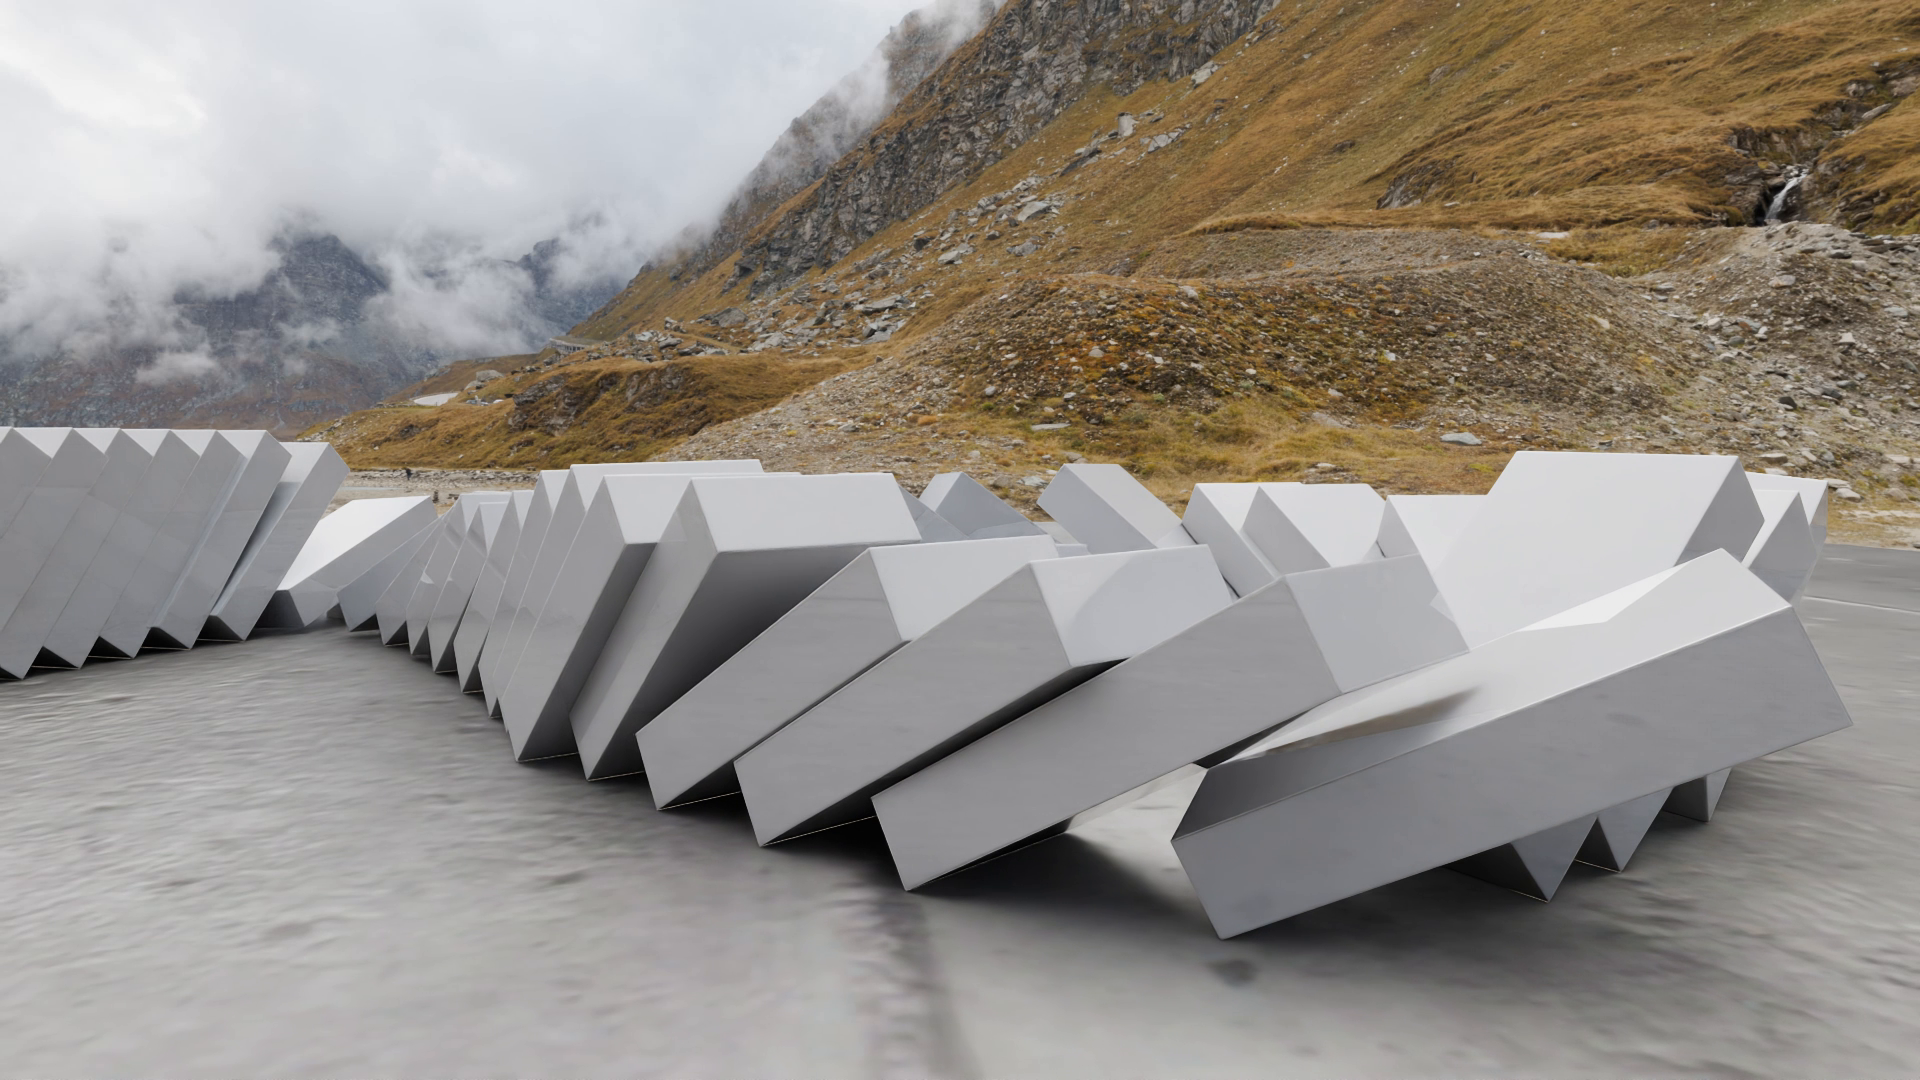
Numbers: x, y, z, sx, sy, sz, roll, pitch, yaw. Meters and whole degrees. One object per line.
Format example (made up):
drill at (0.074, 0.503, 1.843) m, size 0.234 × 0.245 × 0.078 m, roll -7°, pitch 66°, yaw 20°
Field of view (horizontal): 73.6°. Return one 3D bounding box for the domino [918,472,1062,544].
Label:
domino at (0.015, 0.006, 0.233) m, size 0.050 × 0.009 × 0.025 m, roll 35°, pitch -5°, yaw -10°

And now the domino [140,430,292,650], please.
domino at (-0.169, -0.001, 0.278) m, size 0.025 × 0.050 × 0.010 m, roll 1°, pitch -33°, yaw 14°

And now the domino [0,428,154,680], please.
domino at (-0.178, 0.002, 0.243) m, size 0.025 × 0.050 × 0.010 m, roll 1°, pitch -33°, yaw 14°

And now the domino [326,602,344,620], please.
domino at (-0.132, 0.013, 0.330) m, size 0.025 × 0.010 × 0.050 m, roll 3°, pitch 5°, yaw 32°

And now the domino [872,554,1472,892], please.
domino at (0.018, 0.017, 0.117) m, size 0.025 × 0.009 × 0.050 m, roll -5°, pitch -23°, yaw -48°

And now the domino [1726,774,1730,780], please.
domino at (0.098, 0.012, 0.184) m, size 0.025 × 0.010 × 0.050 m, roll 13°, pitch 36°, yaw 27°

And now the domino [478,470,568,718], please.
domino at (-0.054, 0.008, 0.191) m, size 0.025 × 0.009 × 0.050 m, roll -4°, pitch -33°, yaw -34°

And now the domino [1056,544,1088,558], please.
domino at (0.002, 0.014, 0.176) m, size 0.025 × 0.009 × 0.050 m, roll 0°, pitch -22°, yaw -4°

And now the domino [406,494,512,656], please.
domino at (-0.087, 0.007, 0.243) m, size 0.025 × 0.009 × 0.050 m, roll -2°, pitch -25°, yaw -35°

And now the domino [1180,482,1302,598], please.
domino at (0.065, 0.007, 0.239) m, size 0.025 × 0.009 × 0.050 m, roll -2°, pitch 37°, yaw -23°

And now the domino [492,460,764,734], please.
domino at (-0.046, 0.009, 0.177) m, size 0.025 × 0.010 × 0.050 m, roll -4°, pitch -33°, yaw -35°

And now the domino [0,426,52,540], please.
domino at (-0.182, 0.003, 0.220) m, size 0.025 × 0.050 × 0.010 m, roll 1°, pitch -33°, yaw 14°

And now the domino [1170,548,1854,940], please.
domino at (0.045, 0.018, 0.112) m, size 0.050 × 0.009 × 0.025 m, roll -27°, pitch -1°, yaw 23°

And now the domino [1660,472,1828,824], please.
domino at (0.088, 0.010, 0.162) m, size 0.025 × 0.009 × 0.050 m, roll 13°, pitch 49°, yaw 42°

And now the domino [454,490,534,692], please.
domino at (-0.065, 0.009, 0.210) m, size 0.025 × 0.010 × 0.050 m, roll -3°, pitch -29°, yaw -34°

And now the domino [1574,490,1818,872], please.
domino at (0.073, 0.013, 0.146) m, size 0.050 × 0.010 × 0.025 m, roll -43°, pitch 26°, yaw -24°

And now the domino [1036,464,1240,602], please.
domino at (0.040, 0.005, 0.246) m, size 0.050 × 0.009 × 0.025 m, roll 44°, pitch 23°, yaw 22°

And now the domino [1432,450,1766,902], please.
domino at (0.060, 0.012, 0.136) m, size 0.050 × 0.010 × 0.025 m, roll -49°, pitch 28°, yaw -20°

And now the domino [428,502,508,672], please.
domino at (-0.077, 0.009, 0.228) m, size 0.025 × 0.010 × 0.050 m, roll -3°, pitch -25°, yaw -34°

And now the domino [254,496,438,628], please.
domino at (-0.153, 0.005, 0.311) m, size 0.025 × 0.009 × 0.050 m, roll -2°, pitch 26°, yaw 19°

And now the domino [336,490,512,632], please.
domino at (-0.110, 0.005, 0.282) m, size 0.050 × 0.009 × 0.025 m, roll -29°, pitch -13°, yaw 27°

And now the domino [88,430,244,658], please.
domino at (-0.173, 0.000, 0.267) m, size 0.025 × 0.050 × 0.009 m, roll 1°, pitch -33°, yaw 14°

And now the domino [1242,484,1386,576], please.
domino at (0.073, 0.008, 0.223) m, size 0.025 × 0.010 × 0.050 m, roll -2°, pitch 37°, yaw -23°

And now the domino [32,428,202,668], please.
domino at (-0.176, 0.001, 0.255) m, size 0.025 × 0.050 × 0.010 m, roll 1°, pitch -33°, yaw 14°

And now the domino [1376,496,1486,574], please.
domino at (0.087, 0.010, 0.204) m, size 0.025 × 0.009 × 0.050 m, roll 0°, pitch 35°, yaw -2°

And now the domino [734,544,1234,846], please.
domino at (0.001, 0.016, 0.129) m, size 0.025 × 0.009 × 0.050 m, roll -4°, pitch -24°, yaw -44°

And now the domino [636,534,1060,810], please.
domino at (-0.013, 0.015, 0.142) m, size 0.025 × 0.009 × 0.050 m, roll -4°, pitch -24°, yaw -44°

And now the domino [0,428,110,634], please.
domino at (-0.179, 0.002, 0.231) m, size 0.025 × 0.050 × 0.010 m, roll 1°, pitch -33°, yaw 14°

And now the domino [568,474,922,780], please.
domino at (-0.027, 0.011, 0.155) m, size 0.025 × 0.010 × 0.050 m, roll -4°, pitch -34°, yaw -36°

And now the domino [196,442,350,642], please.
domino at (-0.163, -0.001, 0.291) m, size 0.025 × 0.050 × 0.009 m, roll 1°, pitch -39°, yaw 14°

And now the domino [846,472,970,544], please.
domino at (-0.001, 0.007, 0.225) m, size 0.050 × 0.009 × 0.025 m, roll 37°, pitch -11°, yaw -19°

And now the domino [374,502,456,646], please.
domino at (-0.099, 0.007, 0.264) m, size 0.025 × 0.010 × 0.050 m, roll -4°, pitch -23°, yaw -45°

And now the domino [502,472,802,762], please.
domino at (-0.040, 0.011, 0.165) m, size 0.025 × 0.010 × 0.050 m, roll -3°, pitch -34°, yaw -37°
